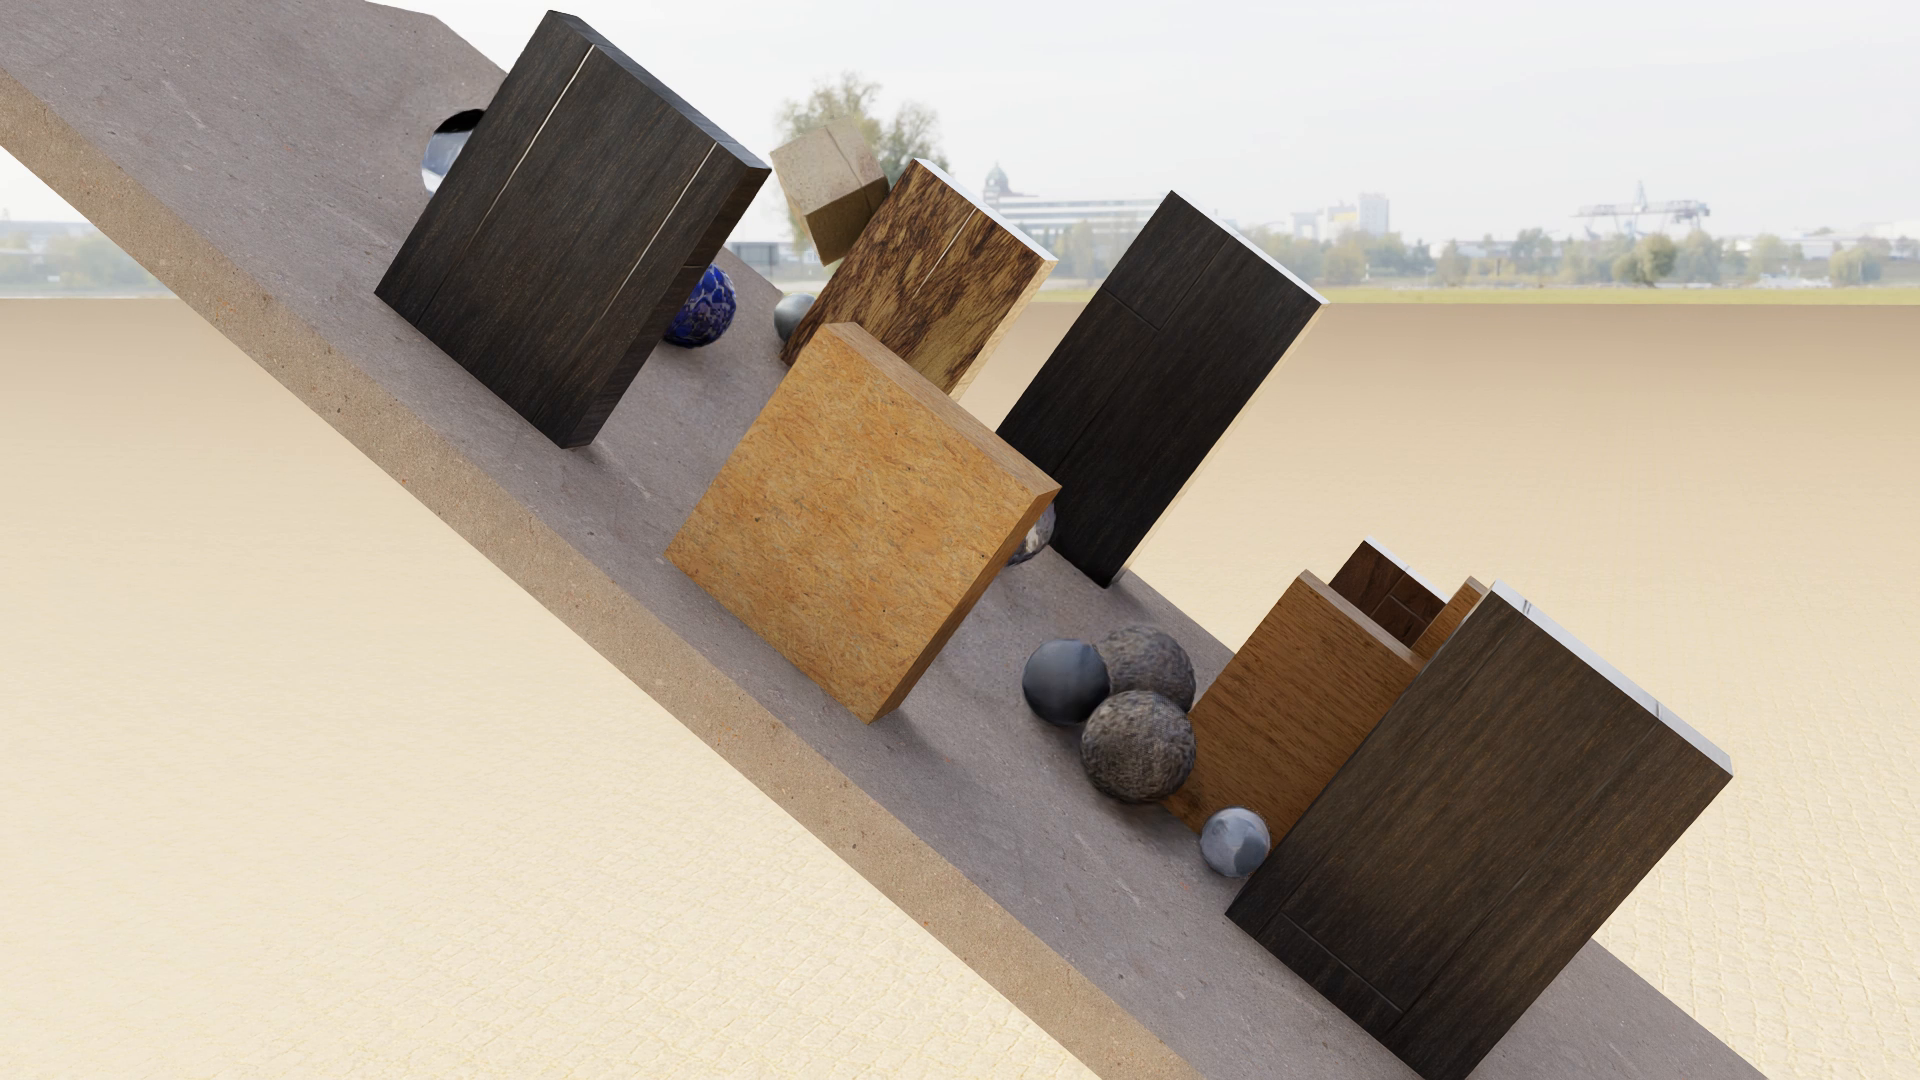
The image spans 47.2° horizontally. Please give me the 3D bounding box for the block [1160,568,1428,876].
[{"bbox_3d":[0.580,0.341,3.746,0.348,0.460,0.105,39,16,9],"label":"block"}]

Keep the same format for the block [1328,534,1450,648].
[{"bbox_3d":[0.816,0.315,4.285,0.433,0.479,0.084,39,16,9],"label":"block"}]

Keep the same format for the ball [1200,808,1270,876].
[{"bbox_3d":[0.459,0.503,3.663,0.115,0.115,0.115,0,7,0],"label":"ball"}]

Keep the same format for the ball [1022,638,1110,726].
[{"bbox_3d":[0.181,0.242,3.764,0.149,0.149,0.149,0,7,0],"label":"ball"}]

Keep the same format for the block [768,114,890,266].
[{"bbox_3d":[-0.264,-0.742,4.671,0.189,0.189,0.189,-27,-28,-5],"label":"block"}]

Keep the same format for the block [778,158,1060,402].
[{"bbox_3d":[-0.090,-0.484,4.611,0.351,0.512,0.110,39,16,9],"label":"block"}]

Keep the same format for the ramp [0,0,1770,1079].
[{"bbox_3d":[-0.059,0.121,4.067,4.000,0.100,2.000,39,16,9],"label":"ramp"}]

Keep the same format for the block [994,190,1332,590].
[{"bbox_3d":[0.393,-0.318,4.697,0.394,0.759,0.140,39,16,9],"label":"block"}]

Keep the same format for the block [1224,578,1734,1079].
[{"bbox_3d":[0.808,0.467,3.464,0.446,0.675,0.147,39,16,9],"label":"block"}]

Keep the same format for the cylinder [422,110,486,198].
[{"bbox_3d":[-0.833,-0.656,3.966,0.196,0.196,0.196,2,-2,15],"label":"cylinder"}]

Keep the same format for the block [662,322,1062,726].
[{"bbox_3d":[-0.149,-0.028,3.313,0.409,0.437,0.144,39,16,9],"label":"block"}]

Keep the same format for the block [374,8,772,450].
[{"bbox_3d":[-0.613,-0.483,3.454,0.408,0.539,0.099,39,16,9],"label":"block"}]

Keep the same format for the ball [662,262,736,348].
[{"bbox_3d":[-0.522,-0.460,4.246,0.179,0.179,0.179,0,7,0],"label":"ball"}]

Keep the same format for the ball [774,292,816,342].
[{"bbox_3d":[-0.348,-0.480,4.788,0.117,0.117,0.117,0,7,0],"label":"ball"}]

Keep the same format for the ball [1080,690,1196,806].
[{"bbox_3d":[0.294,0.343,3.634,0.191,0.191,0.191,0,7,0],"label":"ball"}]

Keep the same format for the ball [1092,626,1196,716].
[{"bbox_3d":[0.312,0.255,3.892,0.209,0.209,0.209,0,7,0],"label":"ball"}]

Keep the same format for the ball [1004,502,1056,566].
[{"bbox_3d":[0.090,-0.045,4.314,0.195,0.195,0.195,0,7,0],"label":"ball"}]

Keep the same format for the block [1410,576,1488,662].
[{"bbox_3d":[0.825,0.369,3.953,0.240,0.584,0.105,39,16,9],"label":"block"}]
